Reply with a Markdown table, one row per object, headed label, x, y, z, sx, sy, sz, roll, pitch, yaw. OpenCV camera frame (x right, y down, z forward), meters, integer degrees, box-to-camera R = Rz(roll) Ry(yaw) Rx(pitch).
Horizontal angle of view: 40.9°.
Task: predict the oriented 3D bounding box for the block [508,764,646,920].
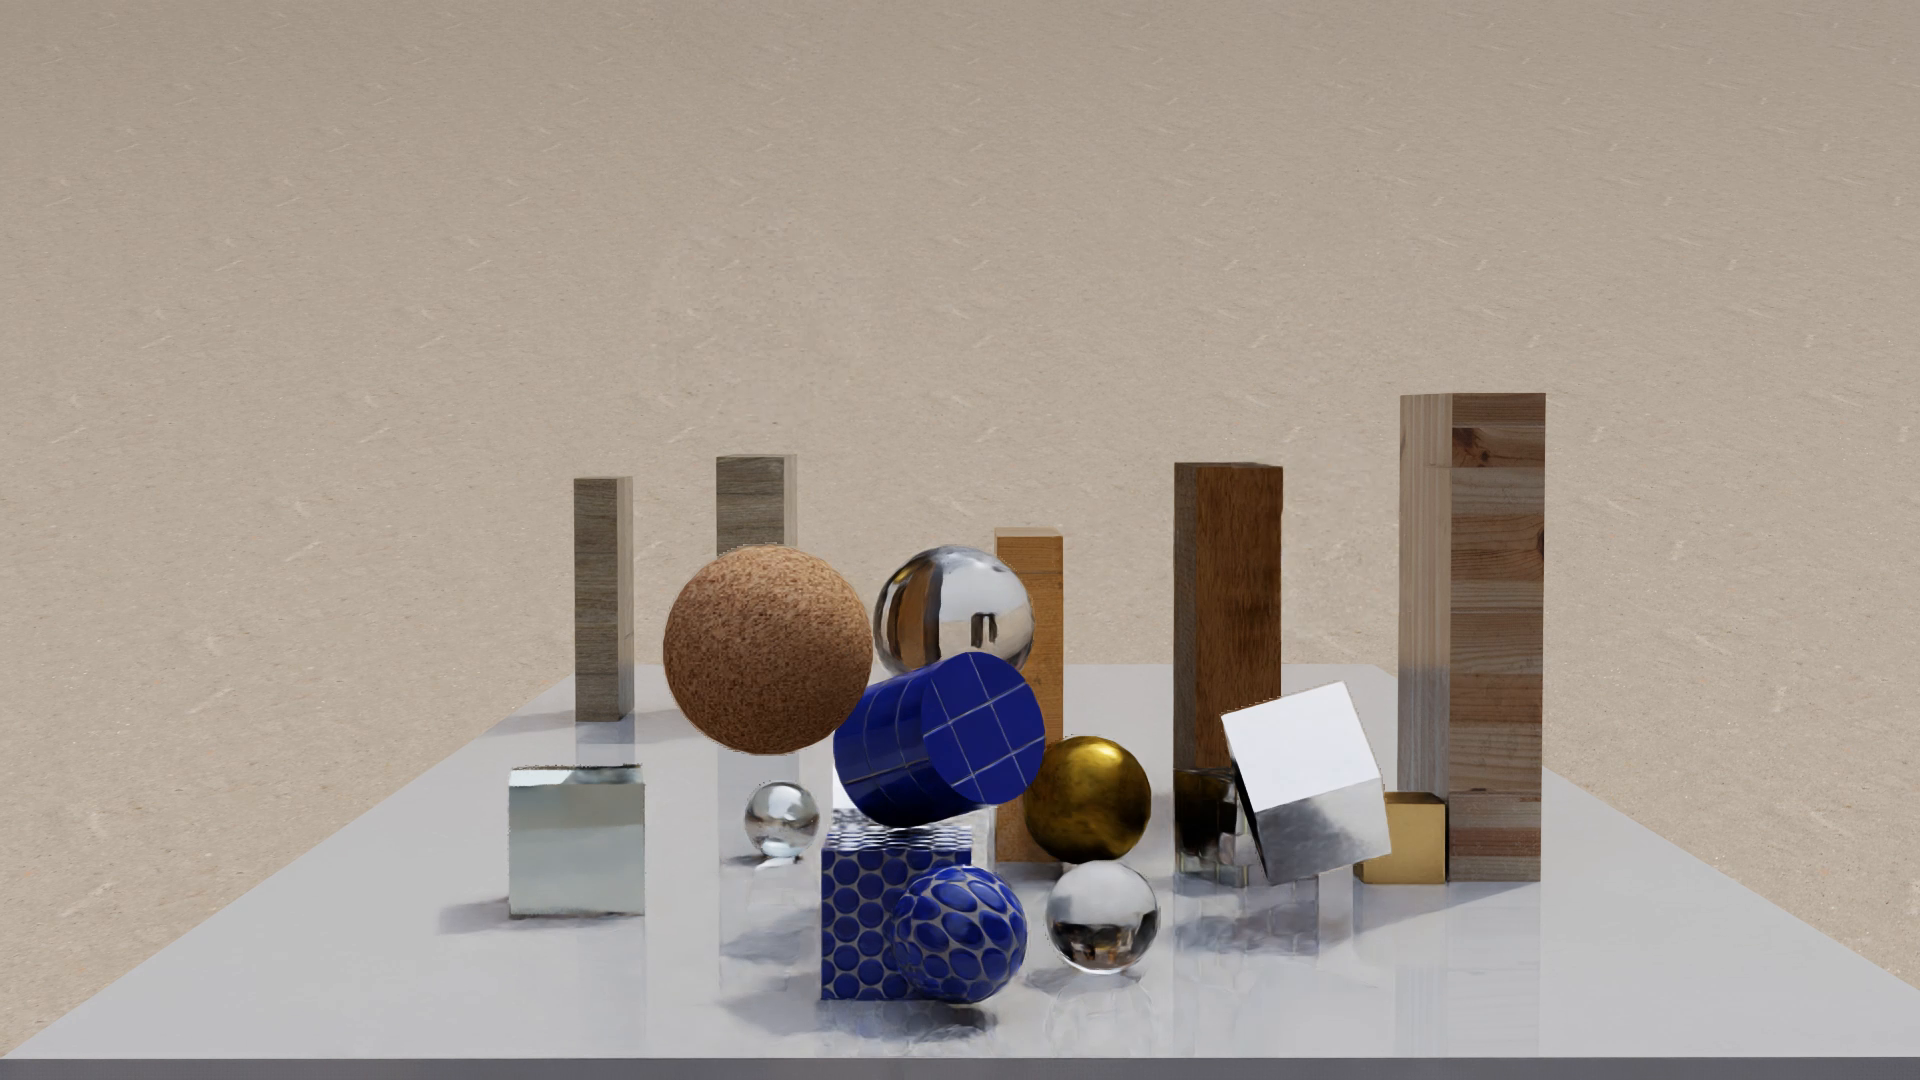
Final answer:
| label | x | y | z | sx | sy | sz | roll | pitch | yaw |
| --- | --- | --- | --- | --- | --- | --- | --- | --- | --- |
| block | -0.495 | 0.387 | 3.321 | 0.169 | 0.169 | 0.169 | 0 | 3 | -9 |

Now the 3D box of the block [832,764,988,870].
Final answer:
| label | x | y | z | sx | sy | sz | roll | pitch | yaw |
| --- | --- | --- | --- | --- | --- | --- | --- | --- | --- |
| block | -0.062 | 0.348 | 3.224 | 0.187 | 0.187 | 0.187 | 0 | 33 | -1 |

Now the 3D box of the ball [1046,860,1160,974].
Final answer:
| label | x | y | z | sx | sy | sz | roll | pitch | yaw |
| --- | --- | --- | --- | --- | --- | --- | --- | --- | --- |
| ball | 0.161 | 0.427 | 2.915 | 0.129 | 0.129 | 0.129 | 0 | 22 | 0 |

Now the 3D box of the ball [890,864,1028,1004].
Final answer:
| label | x | y | z | sx | sy | sz | roll | pitch | yaw |
| --- | --- | --- | --- | --- | --- | --- | --- | --- | --- |
| ball | -0.001 | 0.416 | 2.710 | 0.146 | 0.146 | 0.146 | 0 | 22 | 0 |

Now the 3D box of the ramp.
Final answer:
| label | x | y | z | sx | sy | sz | roll | pitch | yaw |
| --- | --- | --- | --- | --- | --- | --- | --- | --- | --- |
| ramp | 0.051 | 0.463 | 4.534 | 2.000 | 0.100 | 4.000 | 0 | 3 | 0 |

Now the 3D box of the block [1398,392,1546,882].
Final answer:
| label | x | y | z | sx | sy | sz | roll | pitch | yaw |
| --- | --- | --- | --- | --- | --- | --- | --- | --- | --- |
| block | 0.724 | 0.123 | 3.675 | 0.125 | 0.662 | 0.407 | 0 | 3 | 0 |

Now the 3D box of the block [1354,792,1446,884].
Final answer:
| label | x | y | z | sx | sy | sz | roll | pitch | yaw |
| --- | --- | --- | --- | --- | --- | --- | --- | --- | --- |
| block | 0.600 | 0.407 | 3.520 | 0.109 | 0.109 | 0.109 | 0 | 3 | 1 |

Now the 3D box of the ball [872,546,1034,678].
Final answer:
| label | x | y | z | sx | sy | sz | roll | pitch | yaw |
| --- | --- | --- | --- | --- | --- | --- | --- | --- | --- |
| ball | -0.008 | 0.109 | 3.250 | 0.205 | 0.205 | 0.205 | 0 | 22 | 0 |

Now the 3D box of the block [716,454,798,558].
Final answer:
| label | x | y | z | sx | sy | sz | roll | pitch | yaw |
| --- | --- | --- | --- | --- | --- | --- | --- | --- | --- |
| block | -0.427 | 0.094 | 5.453 | 0.137 | 0.547 | 0.440 | 0 | 3 | 0 |

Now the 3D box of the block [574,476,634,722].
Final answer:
| label | x | y | z | sx | sy | sz | roll | pitch | yaw |
| --- | --- | --- | --- | --- | --- | --- | --- | --- | --- |
| block | -0.750 | 0.118 | 5.432 | 0.089 | 0.502 | 0.261 | 0 | 3 | 0 |

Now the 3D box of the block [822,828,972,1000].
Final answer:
| label | x | y | z | sx | sy | sz | roll | pitch | yaw |
| --- | --- | --- | --- | --- | --- | --- | --- | --- | --- |
| block | -0.069 | 0.413 | 2.864 | 0.162 | 0.162 | 0.162 | 0 | 3 | 0 |

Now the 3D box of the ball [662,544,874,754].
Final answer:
| label | x | y | z | sx | sy | sz | roll | pitch | yaw |
| --- | --- | --- | --- | --- | --- | --- | --- | --- | --- |
| ball | -0.187 | 0.107 | 2.509 | 0.205 | 0.205 | 0.205 | 0 | 22 | 0 |

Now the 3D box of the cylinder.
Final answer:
| label | x | y | z | sx | sy | sz | roll | pitch | yaw |
| --- | --- | --- | --- | --- | --- | --- | --- | --- | --- |
| cylinder | -0.024 | 0.226 | 2.881 | 0.170 | 0.170 | 0.170 | -20 | -2 | -40 |

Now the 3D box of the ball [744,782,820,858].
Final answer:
| label | x | y | z | sx | sy | sz | roll | pitch | yaw |
| --- | --- | --- | --- | --- | --- | --- | --- | --- | --- |
| ball | -0.254 | 0.400 | 3.678 | 0.109 | 0.109 | 0.109 | 0 | 22 | 0 |

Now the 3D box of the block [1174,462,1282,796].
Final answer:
| label | x | y | z | sx | sy | sz | roll | pitch | yaw |
| --- | --- | --- | --- | --- | --- | --- | --- | --- | --- |
| block | 0.423 | 0.157 | 4.105 | 0.130 | 0.553 | 0.397 | 0 | 3 | 0 |

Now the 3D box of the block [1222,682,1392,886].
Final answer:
| label | x | y | z | sx | sy | sz | roll | pitch | yaw |
| --- | --- | --- | --- | --- | --- | --- | --- | --- | --- |
| block | 0.432 | 0.305 | 3.208 | 0.158 | 0.158 | 0.158 | -16 | 46 | 1 |

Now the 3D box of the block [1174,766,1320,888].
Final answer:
| label | x | y | z | sx | sy | sz | roll | pitch | yaw |
| --- | --- | --- | --- | --- | --- | --- | --- | --- | --- |
| block | 0.394 | 0.390 | 3.533 | 0.142 | 0.142 | 0.142 | -2 | 3 | -30 |

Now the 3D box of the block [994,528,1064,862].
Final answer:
| label | x | y | z | sx | sy | sz | roll | pitch | yaw |
| --- | --- | --- | --- | --- | --- | --- | --- | --- | --- |
| block | 0.099 | 0.218 | 3.792 | 0.094 | 0.461 | 0.313 | 0 | 3 | 0 |

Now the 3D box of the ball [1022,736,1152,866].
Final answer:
| label | x | y | z | sx | sy | sz | roll | pitch | yaw |
| --- | --- | --- | --- | --- | --- | --- | --- | --- | --- |
| ball | 0.175 | 0.361 | 3.557 | 0.180 | 0.180 | 0.180 | 0 | 22 | 0 |
